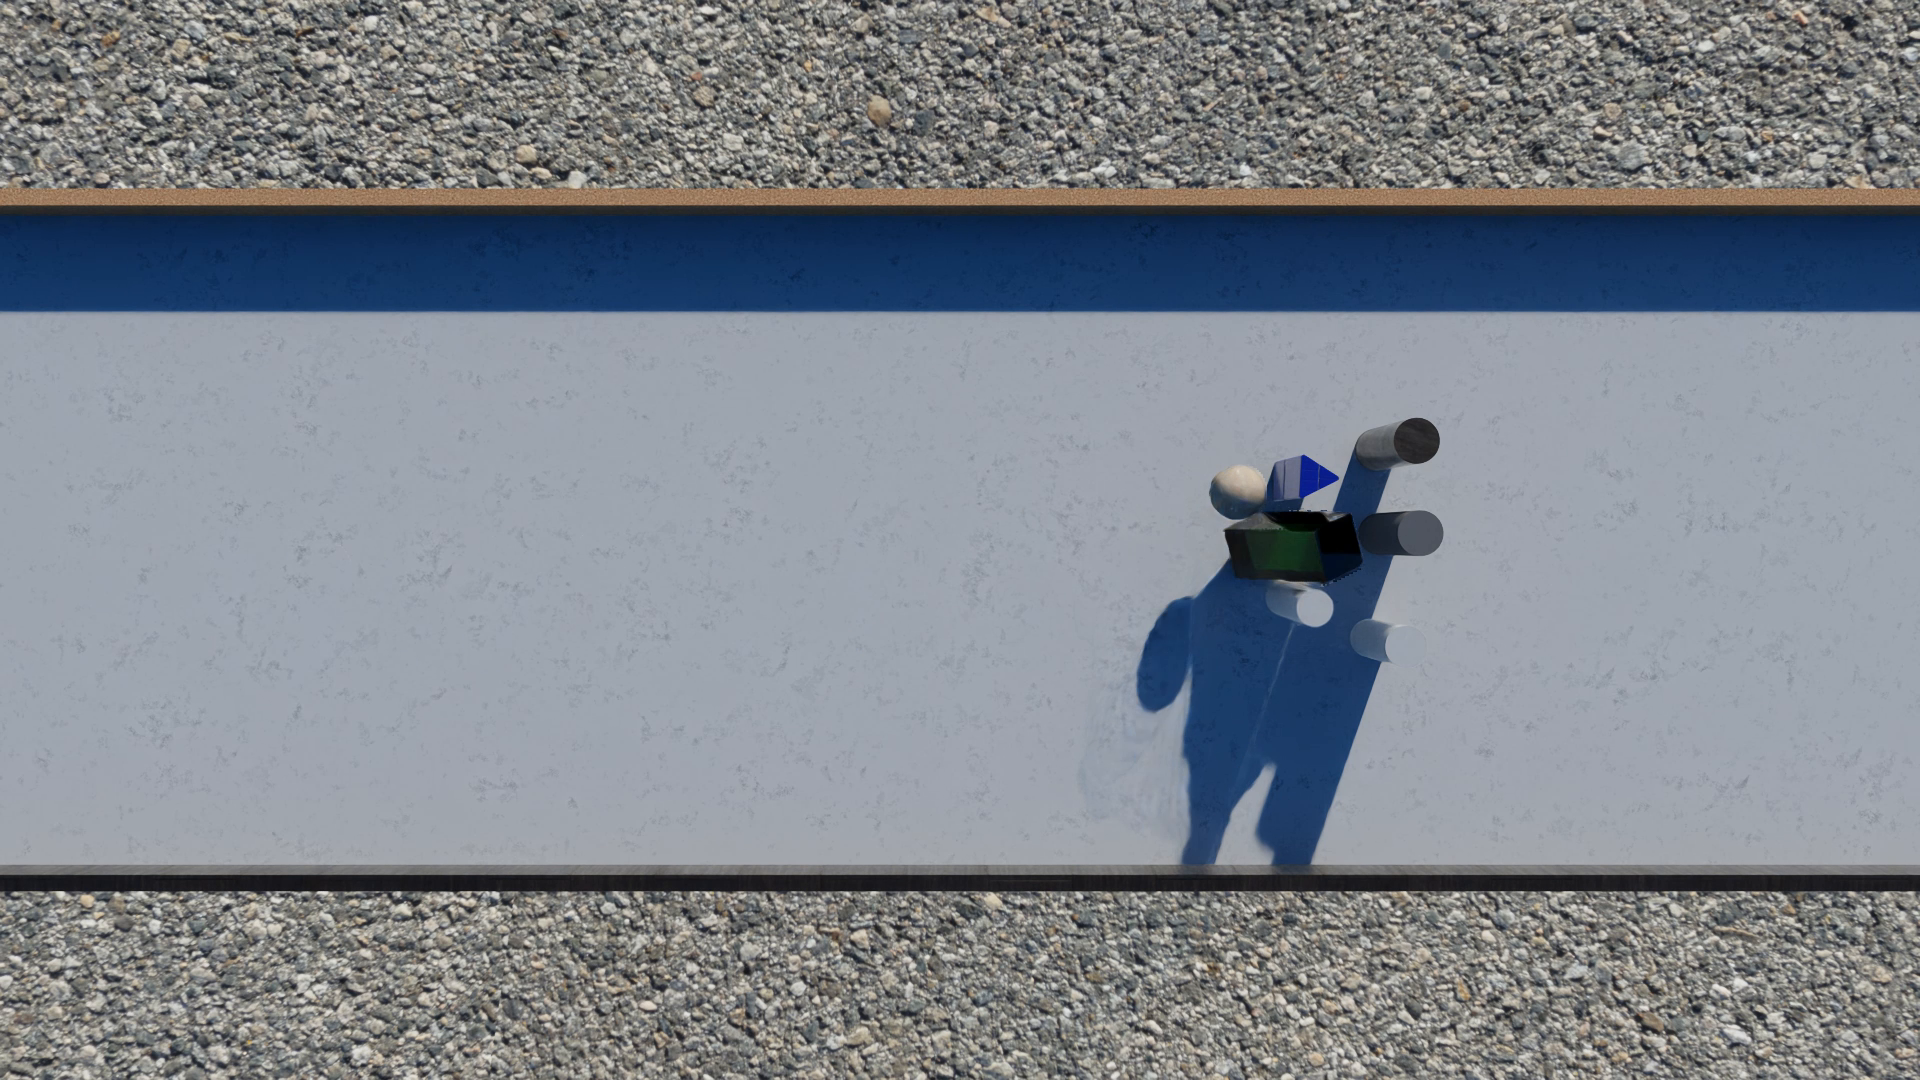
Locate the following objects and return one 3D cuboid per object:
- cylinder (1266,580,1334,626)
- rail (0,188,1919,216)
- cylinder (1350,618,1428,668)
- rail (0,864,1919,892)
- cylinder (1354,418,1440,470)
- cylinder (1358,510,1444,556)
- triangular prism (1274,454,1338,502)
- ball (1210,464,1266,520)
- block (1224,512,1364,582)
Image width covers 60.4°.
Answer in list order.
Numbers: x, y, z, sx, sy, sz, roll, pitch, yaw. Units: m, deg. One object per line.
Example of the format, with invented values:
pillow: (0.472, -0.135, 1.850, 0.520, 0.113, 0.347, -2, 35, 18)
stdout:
cylinder: (0.999, 0.185, 4.877, 0.106, 0.392, 0.106, 0, 92, -2)
rail: (-2.247, -1.025, 5.002, 12.000, 0.150, 0.050, 0, 90, 0)
cylinder: (1.260, 0.301, 4.867, 0.119, 0.419, 0.119, 0, 90, 0)
rail: (-2.247, 1.025, 5.001, 12.000, 0.150, 0.050, 0, 90, 0)
cylinder: (1.280, -0.278, 4.849, 0.130, 0.456, 0.130, 0, 90, 0)
cylinder: (1.290, -0.019, 4.848, 0.129, 0.457, 0.129, 0, 90, 0)
triangular prism: (0.996, -0.194, 4.876, 0.122, 0.402, 0.106, -27, 90, 0)
ball: (0.813, -0.140, 4.831, 0.161, 0.161, 0.161, 0, 90, 0)
block: (0.979, 0.018, 4.864, 0.156, 0.376, 0.156, -23, 103, -30)
